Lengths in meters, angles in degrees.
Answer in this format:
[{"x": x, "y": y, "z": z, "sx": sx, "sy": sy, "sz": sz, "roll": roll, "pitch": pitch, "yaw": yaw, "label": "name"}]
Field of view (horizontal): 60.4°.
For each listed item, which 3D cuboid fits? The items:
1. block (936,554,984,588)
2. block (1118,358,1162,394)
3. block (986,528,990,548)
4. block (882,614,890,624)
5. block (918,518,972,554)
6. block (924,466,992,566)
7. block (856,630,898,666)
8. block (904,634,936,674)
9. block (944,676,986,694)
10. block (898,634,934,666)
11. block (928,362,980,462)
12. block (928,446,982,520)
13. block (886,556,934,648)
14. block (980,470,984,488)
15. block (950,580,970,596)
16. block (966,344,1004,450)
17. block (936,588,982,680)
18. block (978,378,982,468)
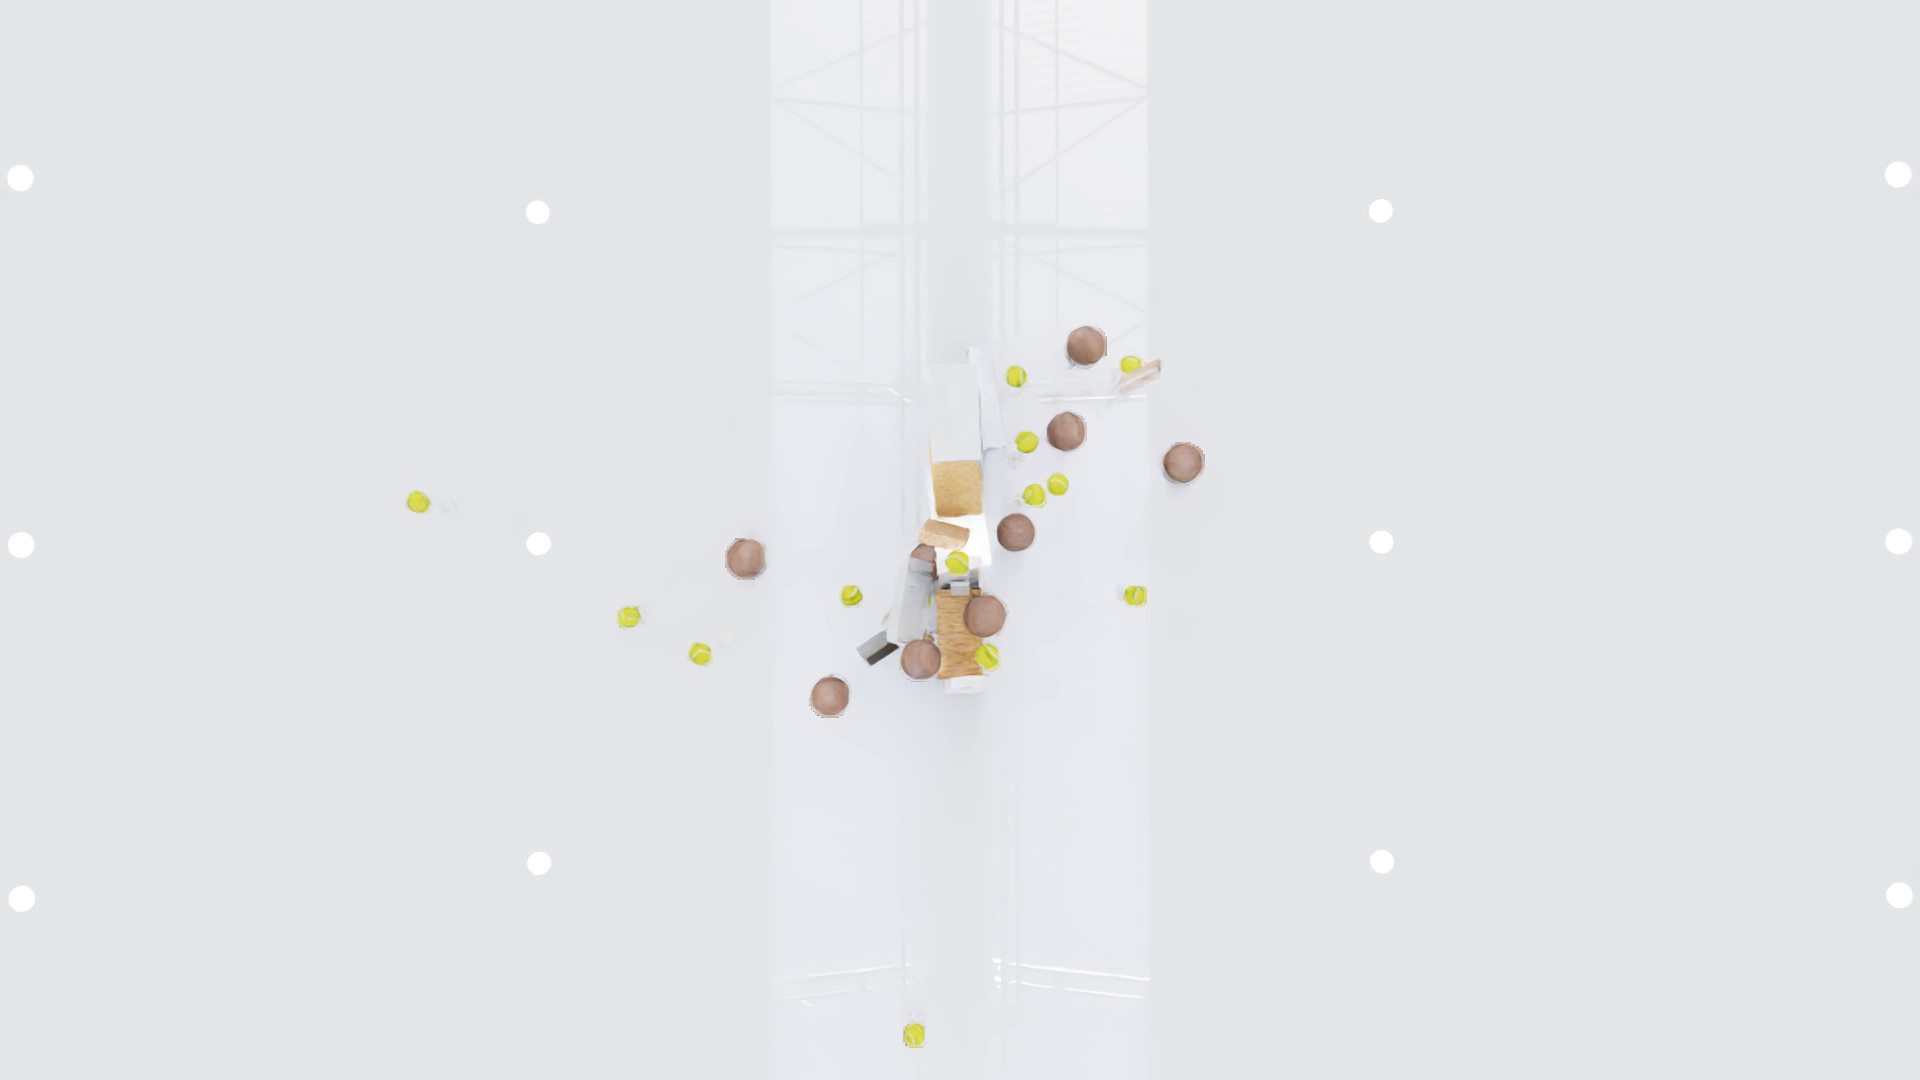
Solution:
[{"x": 0.003, "y": 0.108, "z": 5.095, "sx": 0.135, "sy": 0.488, "sz": 0.038, "roll": -7, "pitch": 81, "yaw": 0, "label": "block"}, {"x": 0.563, "y": -0.513, "z": 5.167, "sx": 0.144, "sy": 0.072, "sz": 0.020, "roll": -25, "pitch": 123, "yaw": 33, "label": "block"}, {"x": 0.009, "y": 0.006, "z": 5.333, "sx": 0.165, "sy": 0.330, "sz": 0.047, "roll": 0, "pitch": 99, "yaw": 0, "label": "block"}, {"x": -0.225, "y": 0.259, "z": 5.416, "sx": 0.058, "sy": 0.117, "sz": 0.017, "roll": 4, "pitch": 79, "yaw": -4, "label": "block"}, {"x": -0.045, "y": -0.014, "z": 4.981, "sx": 0.135, "sy": 0.271, "sz": 0.038, "roll": 15, "pitch": 99, "yaw": 2, "label": "block"}, {"x": -0.006, "y": -0.074, "z": 5.143, "sx": 0.165, "sy": 0.047, "sz": 0.330, "roll": -8, "pitch": 90, "yaw": 0, "label": "block"}, {"x": -0.270, "y": 0.352, "z": 5.359, "sx": 0.107, "sy": 0.214, "sz": 0.030, "roll": -33, "pitch": 101, "yaw": -7, "label": "block"}, {"x": -0.077, "y": 0.366, "z": 5.485, "sx": 0.214, "sy": 0.030, "sz": 0.107, "roll": -13, "pitch": 90, "yaw": 0, "label": "block"}, {"x": 0.014, "y": 0.461, "z": 5.228, "sx": 0.107, "sy": 0.540, "sz": 0.030, "roll": -1, "pitch": 82, "yaw": -3, "label": "block"}, {"x": -0.138, "y": 0.347, "z": 5.226, "sx": 0.117, "sy": 0.058, "sz": 0.017, "roll": -51, "pitch": 133, "yaw": -27, "label": "block"}, {"x": -0.016, "y": -0.375, "z": 4.864, "sx": 0.143, "sy": 0.041, "sz": 0.286, "roll": -2, "pitch": 85, "yaw": 0, "label": "block"}, {"x": -0.012, "y": -0.180, "z": 4.998, "sx": 0.143, "sy": 0.286, "sz": 0.041, "roll": -6, "pitch": 49, "yaw": 0, "label": "block"}, {"x": -0.156, "y": 0.196, "z": 5.181, "sx": 0.038, "sy": 0.135, "sz": 0.271, "roll": 2, "pitch": 79, "yaw": 35, "label": "block"}, {"x": -0.010, "y": -0.189, "z": 5.333, "sx": 0.165, "sy": 0.330, "sz": 0.047, "roll": 8, "pitch": 100, "yaw": 0, "label": "block"}, {"x": -0.001, "y": 0.150, "z": 5.113, "sx": 0.059, "sy": 0.117, "sz": 0.017, "roll": -3, "pitch": 73, "yaw": 0, "label": "block"}, {"x": 0.085, "y": -0.470, "z": 5.431, "sx": 0.072, "sy": 0.020, "sz": 0.346, "roll": -8, "pitch": 82, "yaw": -6, "label": "block"}, {"x": -0.003, "y": 0.296, "z": 5.192, "sx": 0.143, "sy": 0.040, "sz": 0.285, "roll": -1, "pitch": 90, "yaw": 0, "label": "block"}, {"x": -0.006, "y": -0.353, "z": 5.104, "sx": 0.143, "sy": 0.461, "sz": 0.041, "roll": -3, "pitch": 62, "yaw": 0, "label": "block"}]
